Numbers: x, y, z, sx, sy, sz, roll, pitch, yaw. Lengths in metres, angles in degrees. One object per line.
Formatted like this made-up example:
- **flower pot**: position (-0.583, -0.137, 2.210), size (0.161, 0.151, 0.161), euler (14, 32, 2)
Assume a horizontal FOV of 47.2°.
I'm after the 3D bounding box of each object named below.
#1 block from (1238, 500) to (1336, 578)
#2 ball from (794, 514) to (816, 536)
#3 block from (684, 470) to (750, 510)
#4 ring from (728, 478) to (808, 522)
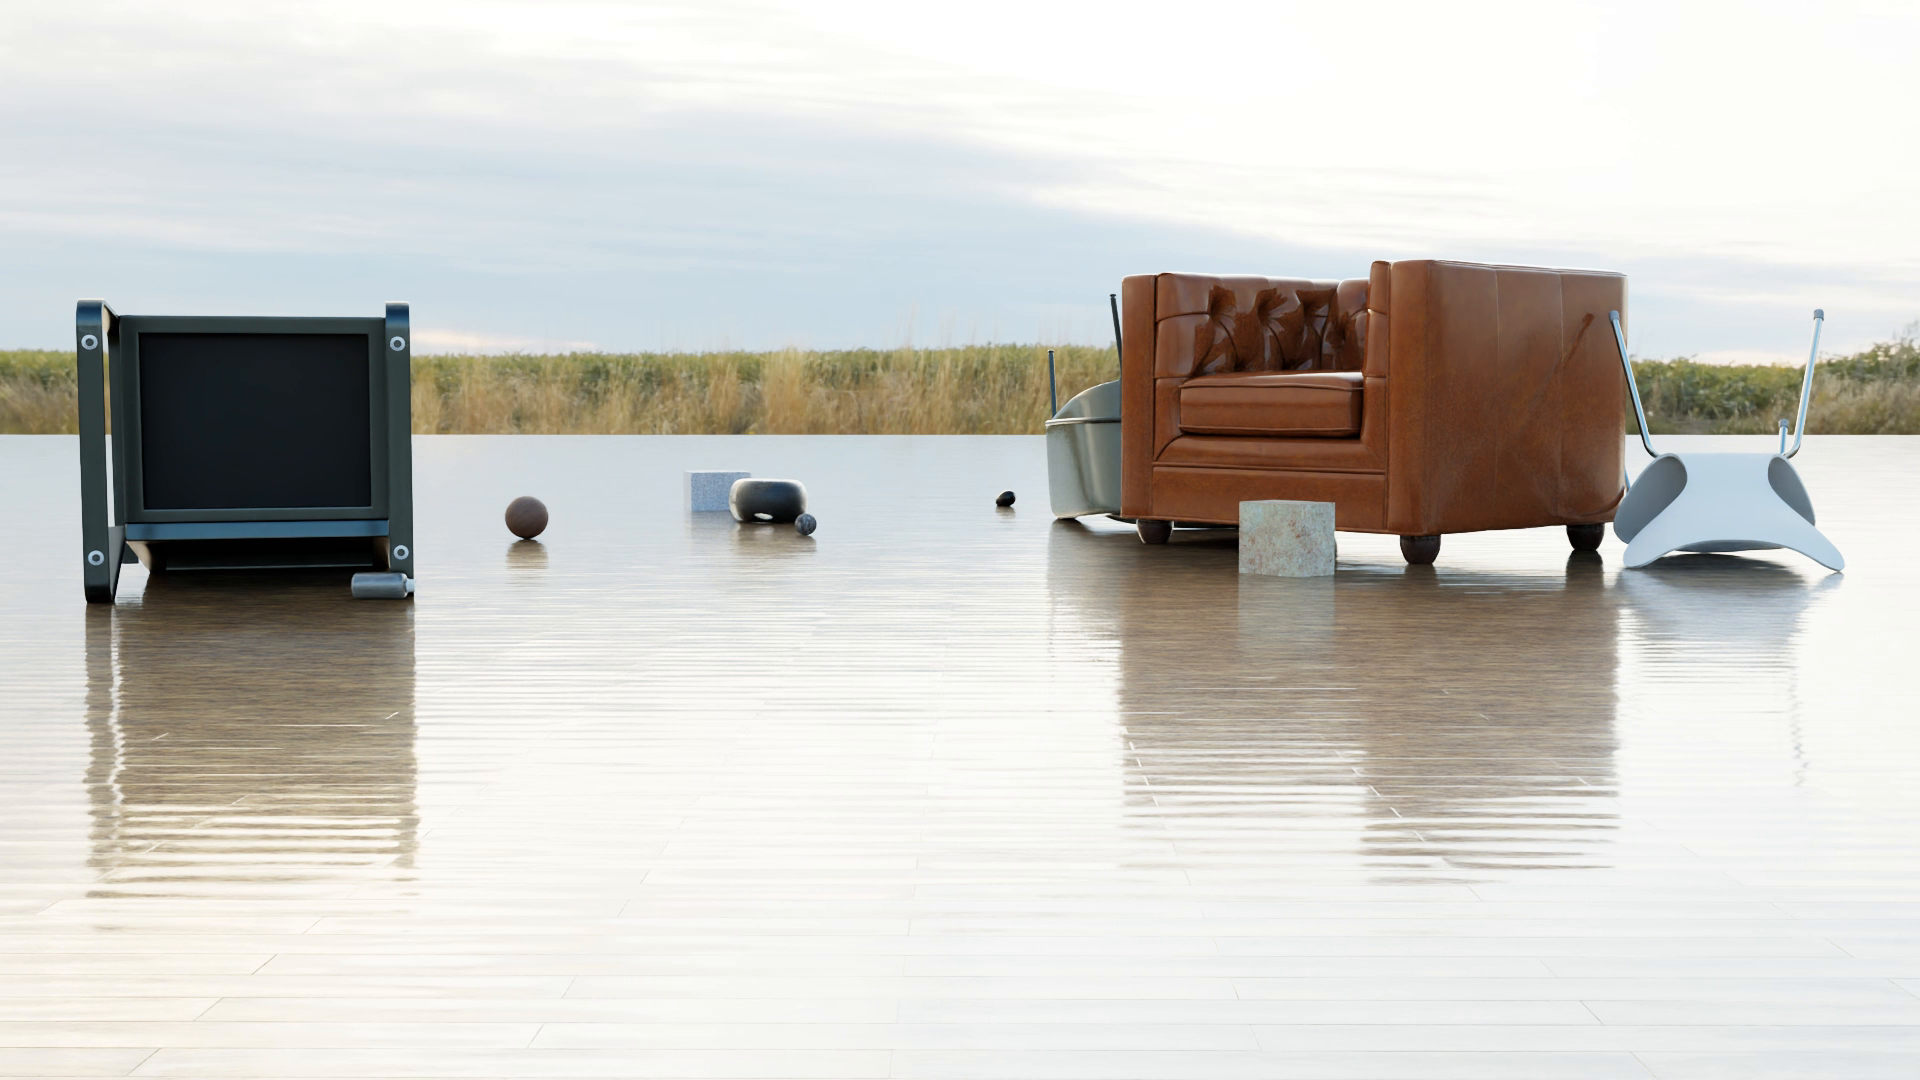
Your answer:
- **block**: position (0.796, -0.005, 5.355), size (0.130, 0.174, 0.191), euler (-4, 5, -43)
- **ball**: position (-0.474, -0.048, 6.758), size (0.067, 0.067, 0.067), euler (0, 4, 0)
- **block**: position (-0.912, -0.188, 8.253), size (0.223, 0.141, 0.226), euler (-1, 4, -14)
- **ring**: position (-0.654, -0.135, 7.494), size (0.259, 0.143, 0.390), euler (0, 3, -20)
